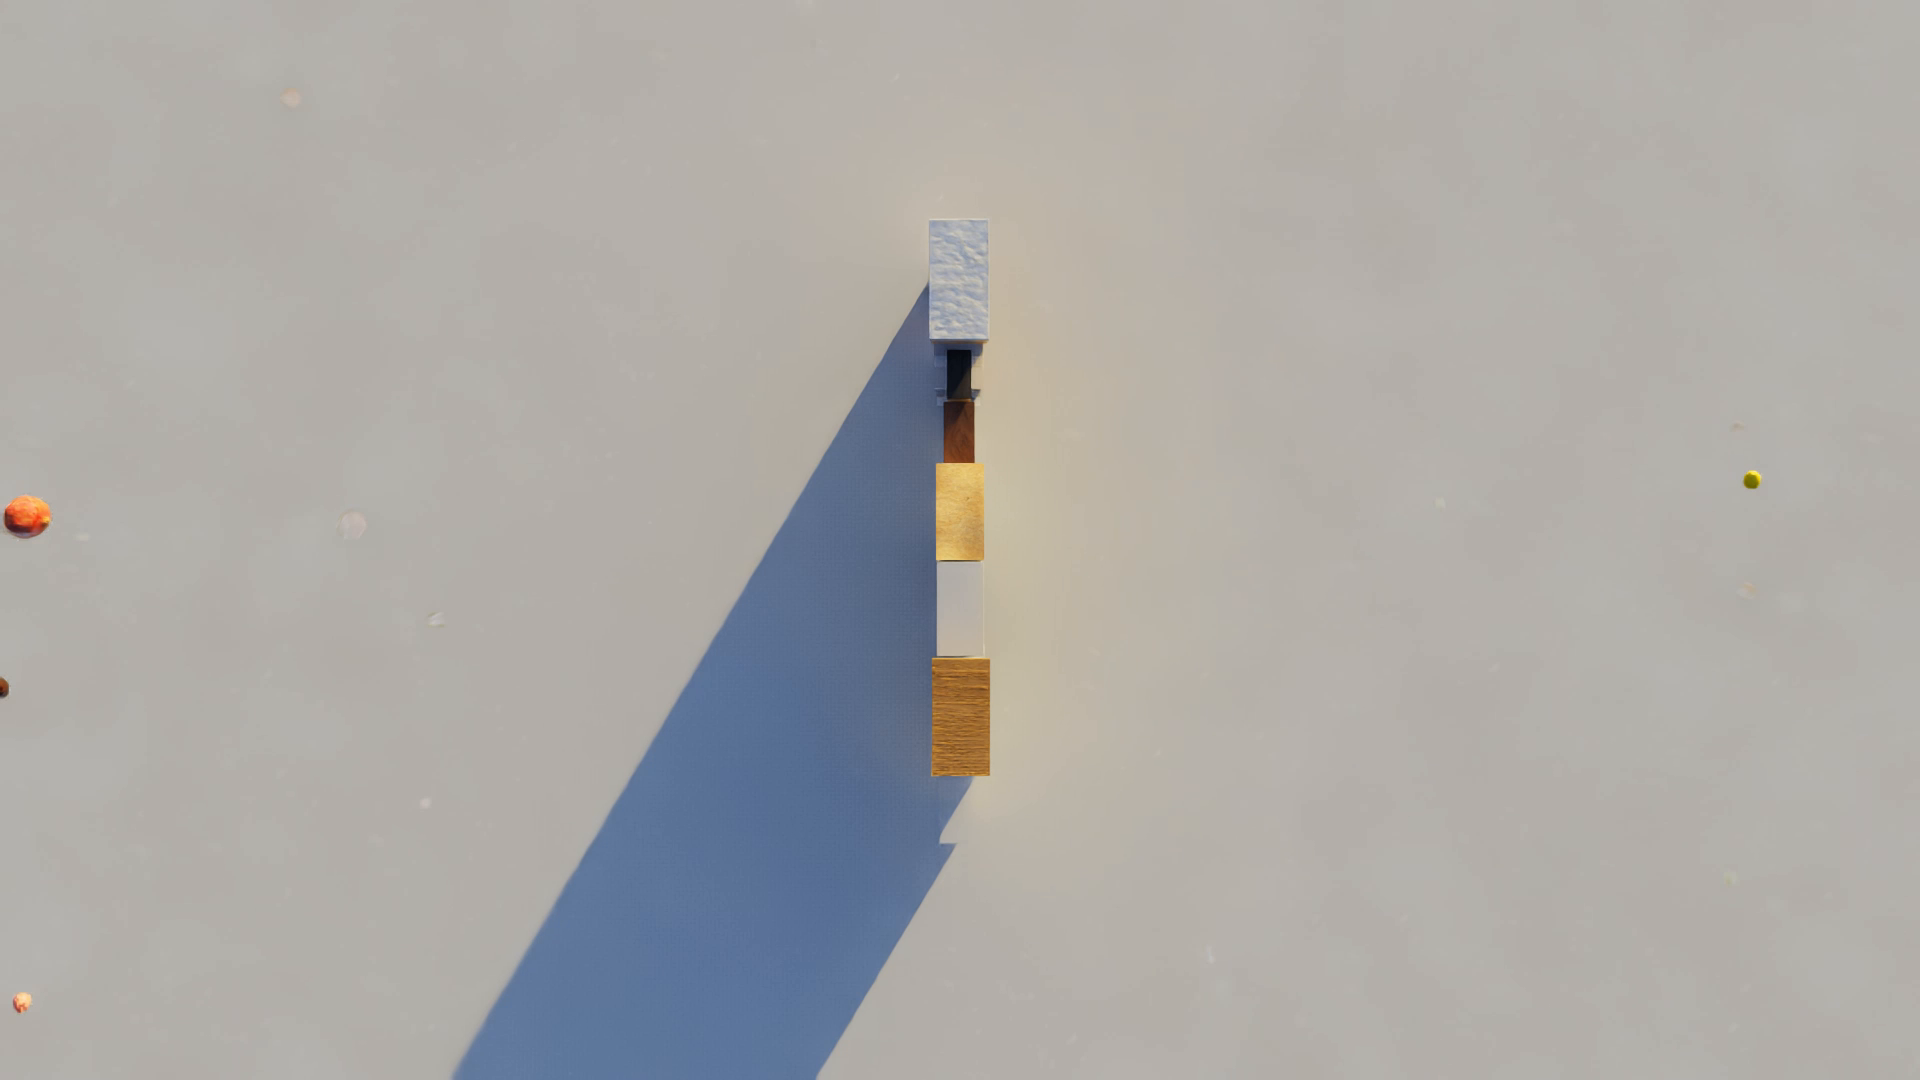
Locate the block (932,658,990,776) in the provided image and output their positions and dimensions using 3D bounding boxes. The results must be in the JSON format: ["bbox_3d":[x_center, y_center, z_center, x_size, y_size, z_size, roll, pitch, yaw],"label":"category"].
[{"bbox_3d":[0.003,0.517,4.820,0.170,0.048,0.339,0,90,0],"label":"block"}]

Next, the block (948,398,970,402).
[{"bbox_3d":[-0.002,-0.453,5.187,0.073,0.367,0.021,0,90,0],"label":"block"}]

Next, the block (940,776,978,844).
[{"bbox_3d":[-0.004,0.808,5.050,0.117,0.033,0.235,0,90,0],"label":"block"}]

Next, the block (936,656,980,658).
[{"bbox_3d":[-0.005,0.242,5.203,0.139,0.039,0.277,0,90,0],"label":"block"}]

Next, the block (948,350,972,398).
[{"bbox_3d":[-0.002,-0.502,4.994,0.073,0.021,0.147,0,90,0],"label":"block"}]

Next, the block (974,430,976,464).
[{"bbox_3d":[0.004,-0.252,5.289,0.099,0.028,0.197,0,90,0],"label":"block"}]

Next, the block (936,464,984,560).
[{"bbox_3d":[0.001,-0.084,4.910,0.144,0.041,0.287,0,90,0],"label":"block"}]

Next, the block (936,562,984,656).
[{"bbox_3d":[0.001,0.203,4.887,0.139,0.039,0.277,0,90,0],"label":"block"}]

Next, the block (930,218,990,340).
[{"bbox_3d":[-0.002,-0.753,4.781,0.173,0.049,0.346,0,90,0],"label":"block"}]

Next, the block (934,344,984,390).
[{"bbox_3d":[-0.005,-0.627,5.172,0.153,0.043,0.306,0,90,0],"label":"block"}]

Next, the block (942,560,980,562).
[{"bbox_3d":[0.003,-0.025,5.235,0.124,0.035,0.248,0,90,0],"label":"block"}]

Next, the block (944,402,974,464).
[{"bbox_3d":[-0.002,-0.328,5.071,0.095,0.027,0.191,0,90,0],"label":"block"}]

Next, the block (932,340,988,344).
[{"bbox_3d":[-0.002,-0.638,4.978,0.173,0.346,0.049,0,90,0],"label":"block"}]
